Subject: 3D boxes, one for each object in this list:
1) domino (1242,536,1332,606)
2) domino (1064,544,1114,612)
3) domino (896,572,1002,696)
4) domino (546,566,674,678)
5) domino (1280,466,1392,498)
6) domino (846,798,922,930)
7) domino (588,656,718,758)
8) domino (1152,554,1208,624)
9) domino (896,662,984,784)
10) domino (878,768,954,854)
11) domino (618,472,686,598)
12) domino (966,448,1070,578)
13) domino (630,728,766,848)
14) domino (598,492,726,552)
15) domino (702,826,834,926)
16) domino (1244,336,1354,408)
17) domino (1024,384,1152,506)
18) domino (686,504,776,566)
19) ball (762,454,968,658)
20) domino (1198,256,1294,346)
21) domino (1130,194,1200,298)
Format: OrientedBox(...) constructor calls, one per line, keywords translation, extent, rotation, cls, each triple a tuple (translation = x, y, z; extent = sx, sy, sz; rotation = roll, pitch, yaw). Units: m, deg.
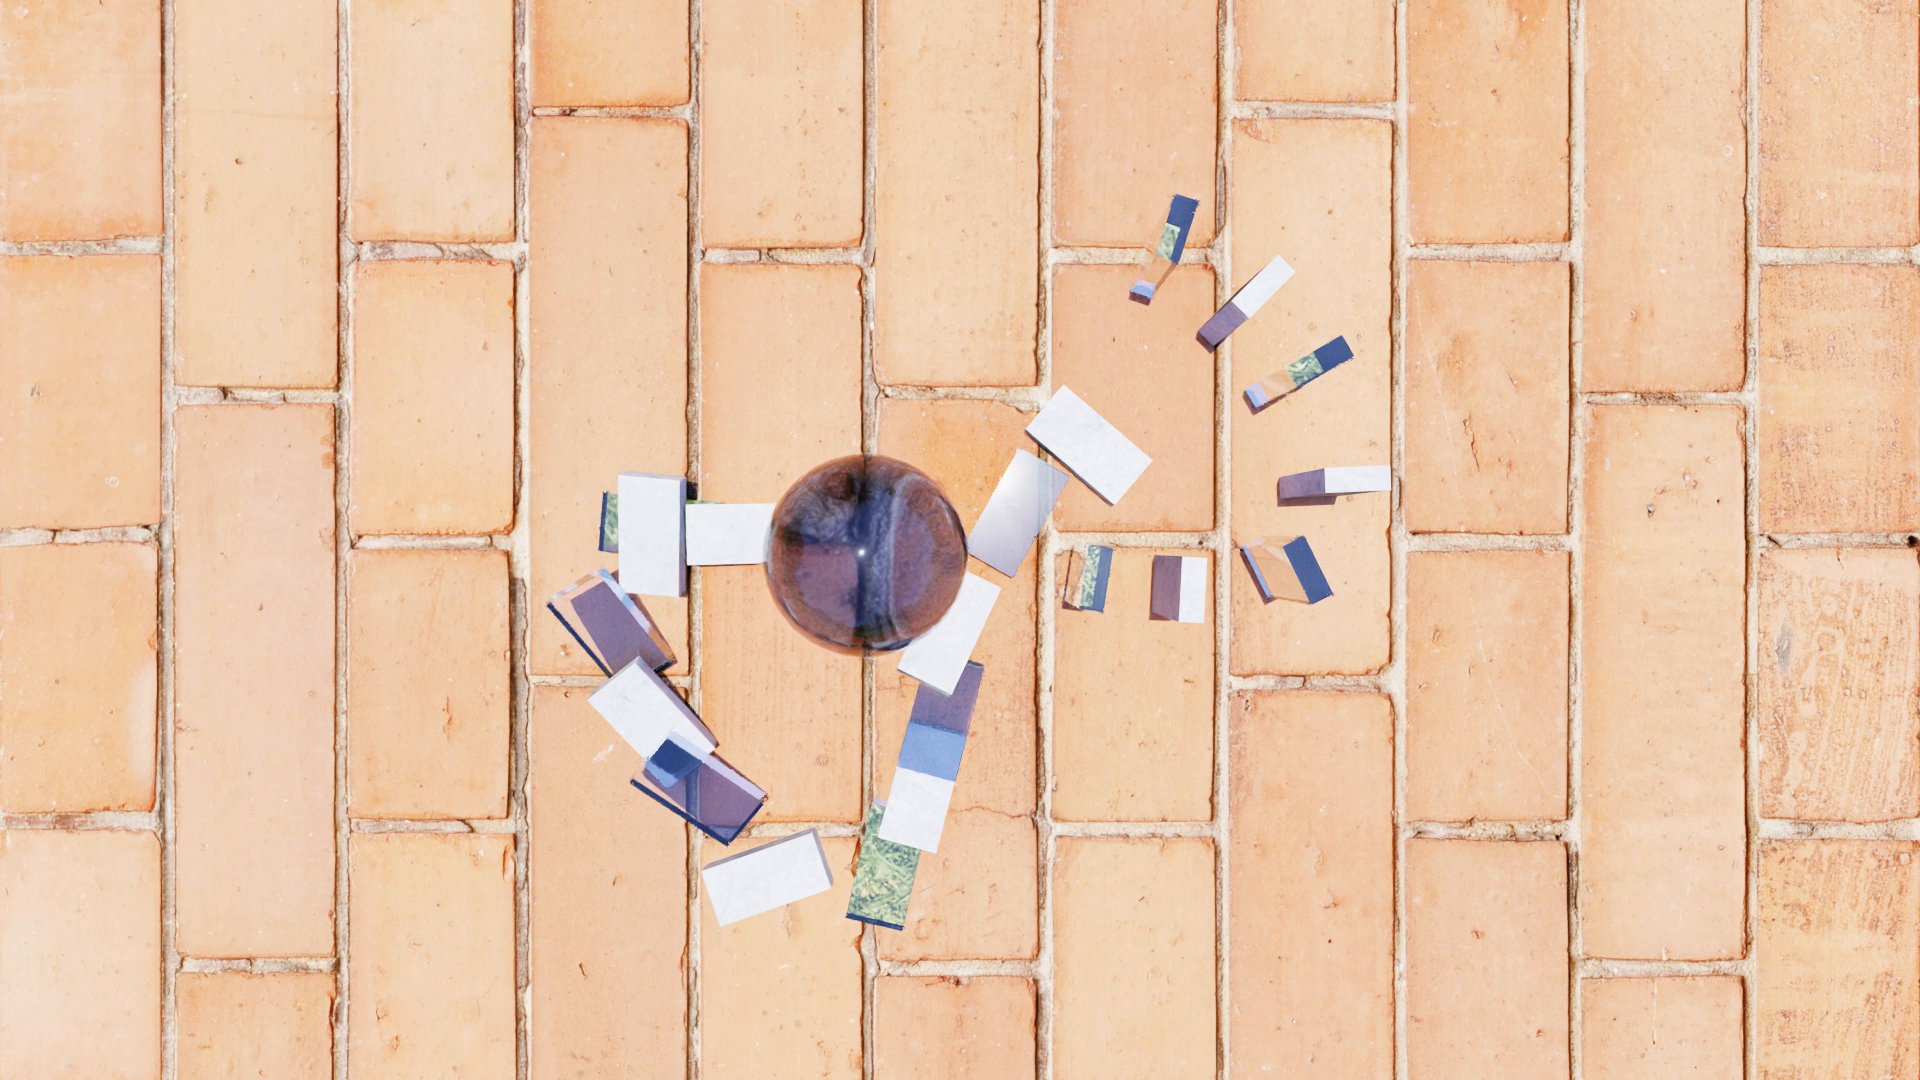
OrientedBox(translation=(0.133, 0.012, 0.375), extent=(0.009, 0.050, 0.025), rotation=(-26, 90, 0), cls="domino")
OrientedBox(translation=(0.052, 0.015, 0.375), extent=(0.009, 0.050, 0.025), rotation=(9, 90, 0), cls="domino")
OrientedBox(translation=(-0.005, 0.038, 0.388), extent=(0.025, 0.009, 0.050), rotation=(26, 73, 0), cls="domino")
OrientedBox(translation=(-0.146, 0.038, 0.385), extent=(0.025, 0.009, 0.050), rotation=(-30, 115, 0), cls="domino")
OrientedBox(translation=(0.152, -0.023, 0.375), extent=(0.025, 0.050, 0.009), rotation=(-2, 90, 0), cls="domino")
OrientedBox(translation=(-0.031, 0.140, 0.395), extent=(0.025, 0.010, 0.050), rotation=(13, 90, 0), cls="domino")
OrientedBox(translation=(-0.130, 0.077, 0.389), extent=(0.025, 0.010, 0.050), rotation=(-38, 105, 0), cls="domino")
OrientedBox(translation=(0.089, 0.019, 0.375), extent=(0.009, 0.050, 0.025), rotation=(3, 90, 0), cls="domino")
OrientedBox(translation=(-0.008, 0.075, 0.388), extent=(0.025, 0.010, 0.050), rotation=(15, 71, 0), cls="domino")
OrientedBox(translation=(-0.016, 0.104, 0.389), extent=(0.025, 0.010, 0.050), rotation=(15, 75, 0), cls="domino")
OrientedBox(translation=(-0.129, -0.002, 0.383), extent=(0.025, 0.009, 0.050), rotation=(5, 105, 0), cls="domino")
OrientedBox(translation=(0.024, -0.012, 0.395), extent=(0.025, 0.010, 0.050), rotation=(30, 90, 0), cls="domino")
OrientedBox(translation=(-0.111, 0.105, 0.388), extent=(0.050, 0.010, 0.025), rotation=(40, 93, -15), cls="domino")
OrientedBox(translation=(-0.128, -0.006, 0.395), extent=(0.050, 0.010, 0.025), rotation=(5, 90, 0), cls="domino")
OrientedBox(translation=(-0.083, 0.145, 0.395), extent=(0.050, 0.009, 0.025), rotation=(-19, 90, 0), cls="domino")
OrientedBox(translation=(0.138, -0.068, 0.375), extent=(0.025, 0.050, 0.009), rotation=(-30, 90, 0), cls="domino")
OrientedBox(translation=(0.055, -0.041, 0.395), extent=(0.050, 0.010, 0.025), rotation=(40, 90, 0), cls="domino")
OrientedBox(translation=(-0.090, -0.003, 0.389), extent=(0.050, 0.010, 0.025), rotation=(-1, 91, -14), cls="domino")
OrientedBox(translation=(-0.037, 0.006, 0.360), extent=(0.080, 0.080, 0.080), rotation=(0, 90, 0), cls="ball")
OrientedBox(translation=(0.116, -0.097, 0.375), extent=(0.010, 0.050, 0.025), rotation=(45, 90, 0), cls="domino")
OrientedBox(translation=(0.083, -0.119, 0.375), extent=(0.010, 0.050, 0.025), rotation=(18, 90, 0), cls="domino")
